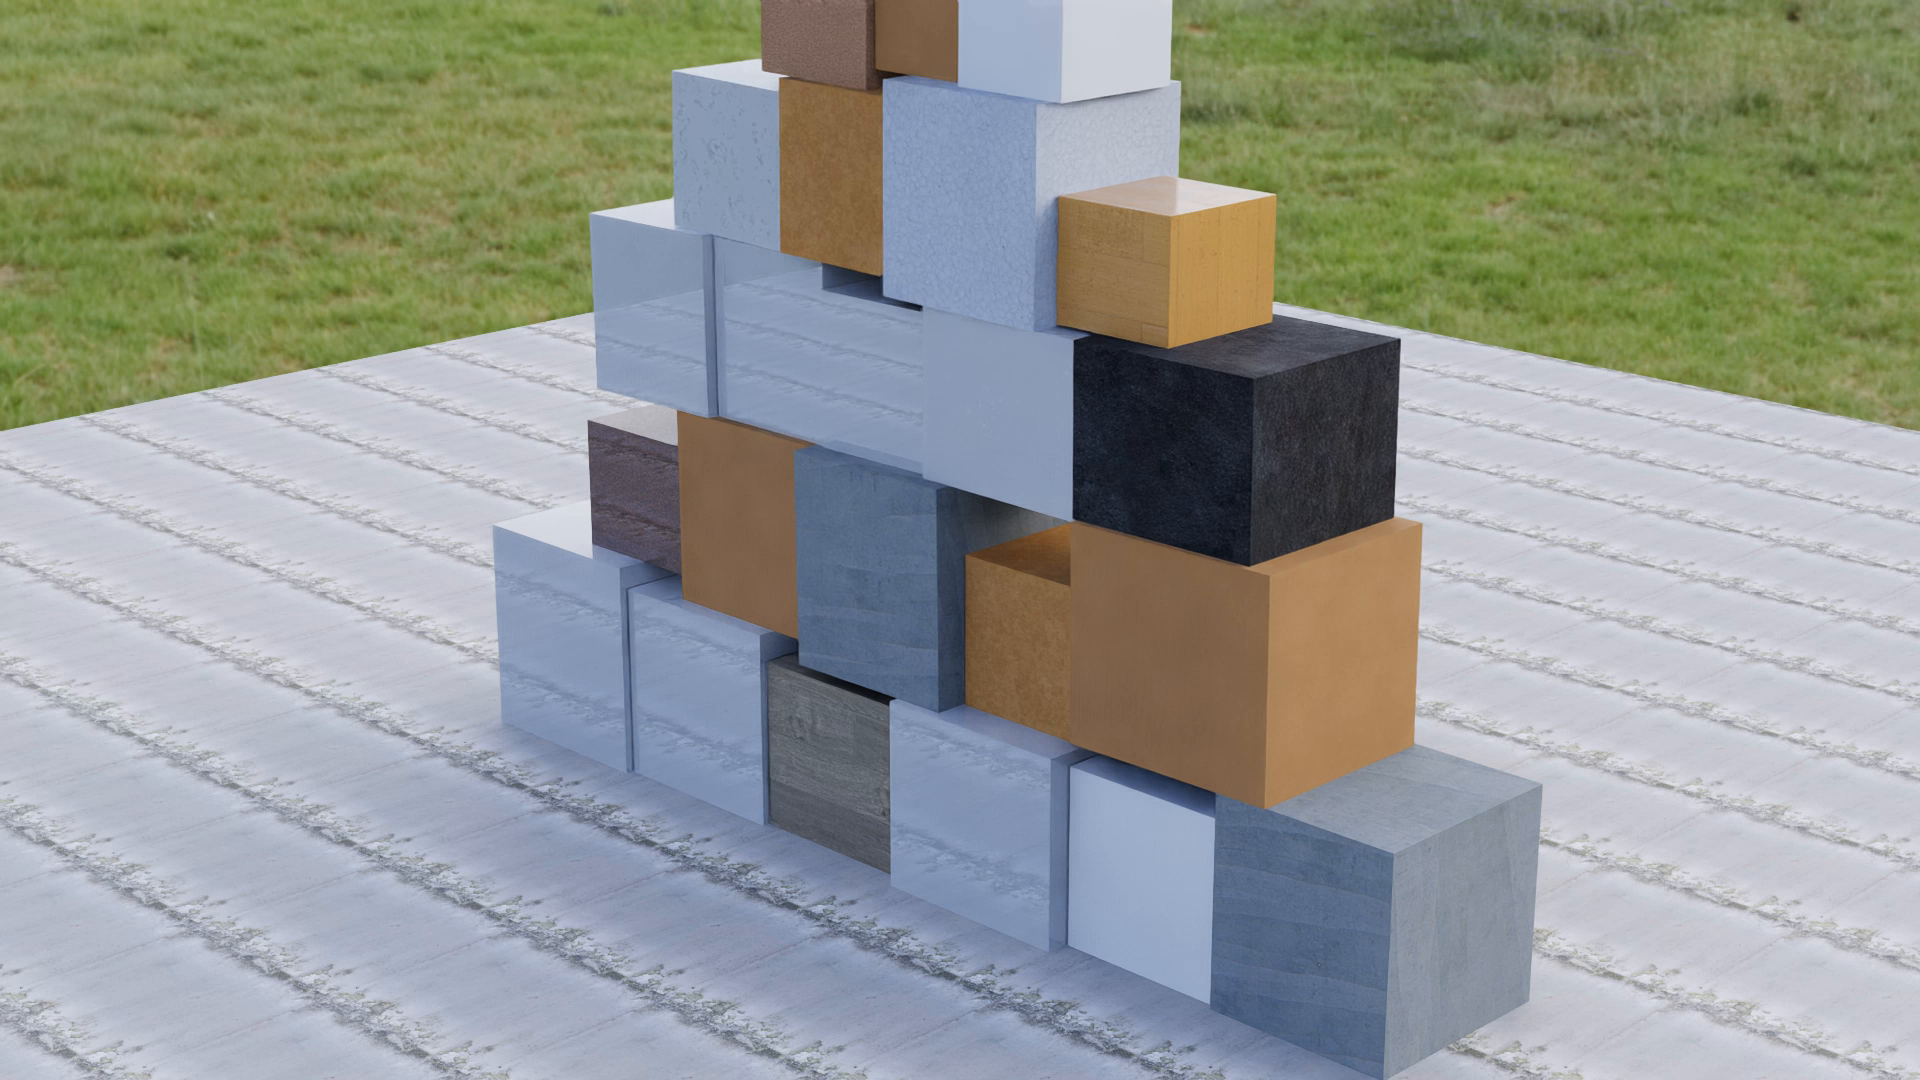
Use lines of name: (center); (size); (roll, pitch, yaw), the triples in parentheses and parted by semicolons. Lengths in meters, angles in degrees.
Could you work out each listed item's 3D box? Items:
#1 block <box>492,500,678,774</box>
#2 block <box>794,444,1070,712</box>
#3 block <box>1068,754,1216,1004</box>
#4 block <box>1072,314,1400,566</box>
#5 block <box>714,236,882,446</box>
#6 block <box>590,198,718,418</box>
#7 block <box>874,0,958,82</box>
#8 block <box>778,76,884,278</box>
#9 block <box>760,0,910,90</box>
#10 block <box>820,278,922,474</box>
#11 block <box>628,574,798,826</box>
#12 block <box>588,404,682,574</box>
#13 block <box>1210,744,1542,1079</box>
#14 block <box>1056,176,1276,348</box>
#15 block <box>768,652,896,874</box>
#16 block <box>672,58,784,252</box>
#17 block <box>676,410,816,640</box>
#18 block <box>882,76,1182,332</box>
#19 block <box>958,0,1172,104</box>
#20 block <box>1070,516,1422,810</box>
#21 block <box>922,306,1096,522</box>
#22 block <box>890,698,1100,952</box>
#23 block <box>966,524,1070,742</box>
block: (-1.637, 0.424, 15.199); (1.110, 1.077, 1.036); (-17, 24, -42)
block: (-0.068, 0.073, 13.424); (1.004, 1.023, 0.918); (-17, 23, -42)
block: (1.076, 1.356, 12.637); (0.888, 0.835, 0.825); (-17, 24, -42)
block: (1.128, -0.453, 12.023); (0.933, 0.759, 0.948); (-17, 23, -42)
block: (-0.620, -0.990, 13.673); (0.723, 0.860, 0.739); (-17, 24, -42)
block: (-1.171, -1.164, 14.219); (0.880, 0.869, 0.834); (-17, 23, -42)
block: (0.028, -2.298, 12.573); (0.564, 0.565, 0.549); (17, 24, 42)
block: (-0.276, -1.671, 13.098); (0.784, 0.787, 0.714); (-17, 25, -42)
block: (-0.411, -2.394, 13.014); (0.656, 0.638, 0.682); (-17, 25, -42)
block: (-0.114, -0.777, 13.209); (0.749, 0.728, 0.687); (-17, 23, -42)
block: (-0.914, 0.692, 14.536); (1.043, 0.963, 0.973); (-17, 24, -42)
block: (-1.317, -0.294, 14.615); (0.774, 0.645, 0.714); (-17, 24, -42)
block: (1.704, 1.469, 12.044); (0.998, 0.974, 0.892); (-17, 24, -42)
block: (0.850, -1.157, 12.107); (0.613, 0.537, 0.658); (17, 24, 42)
block: (-0.263, 0.967, 13.892); (0.904, 0.825, 0.912); (-17, 24, -42)
block: (-0.803, -1.808, 13.606); (0.740, 0.723, 0.757); (-17, 25, -42)
block: (-0.715, -0.159, 14.052); (0.849, 0.953, 0.934); (-17, 24, -42)
block: (0.301, -1.498, 12.547); (0.899, 0.940, 0.885); (17, 24, 42)
block: (0.438, -2.211, 12.159); (0.590, 0.657, 0.665); (17, 24, 42)
block: (1.183, 0.394, 12.222); (0.988, 0.976, 1.058); (-17, 23, -42)
block: (0.451, -0.627, 12.644); (0.824, 0.776, 0.909); (-17, 24, -42)
block: (0.435, 1.131, 13.253); (1.133, 0.896, 0.987); (-17, 24, -42)
block: (0.547, 0.402, 12.909); (0.724, 0.700, 0.756); (-17, 24, -42)
